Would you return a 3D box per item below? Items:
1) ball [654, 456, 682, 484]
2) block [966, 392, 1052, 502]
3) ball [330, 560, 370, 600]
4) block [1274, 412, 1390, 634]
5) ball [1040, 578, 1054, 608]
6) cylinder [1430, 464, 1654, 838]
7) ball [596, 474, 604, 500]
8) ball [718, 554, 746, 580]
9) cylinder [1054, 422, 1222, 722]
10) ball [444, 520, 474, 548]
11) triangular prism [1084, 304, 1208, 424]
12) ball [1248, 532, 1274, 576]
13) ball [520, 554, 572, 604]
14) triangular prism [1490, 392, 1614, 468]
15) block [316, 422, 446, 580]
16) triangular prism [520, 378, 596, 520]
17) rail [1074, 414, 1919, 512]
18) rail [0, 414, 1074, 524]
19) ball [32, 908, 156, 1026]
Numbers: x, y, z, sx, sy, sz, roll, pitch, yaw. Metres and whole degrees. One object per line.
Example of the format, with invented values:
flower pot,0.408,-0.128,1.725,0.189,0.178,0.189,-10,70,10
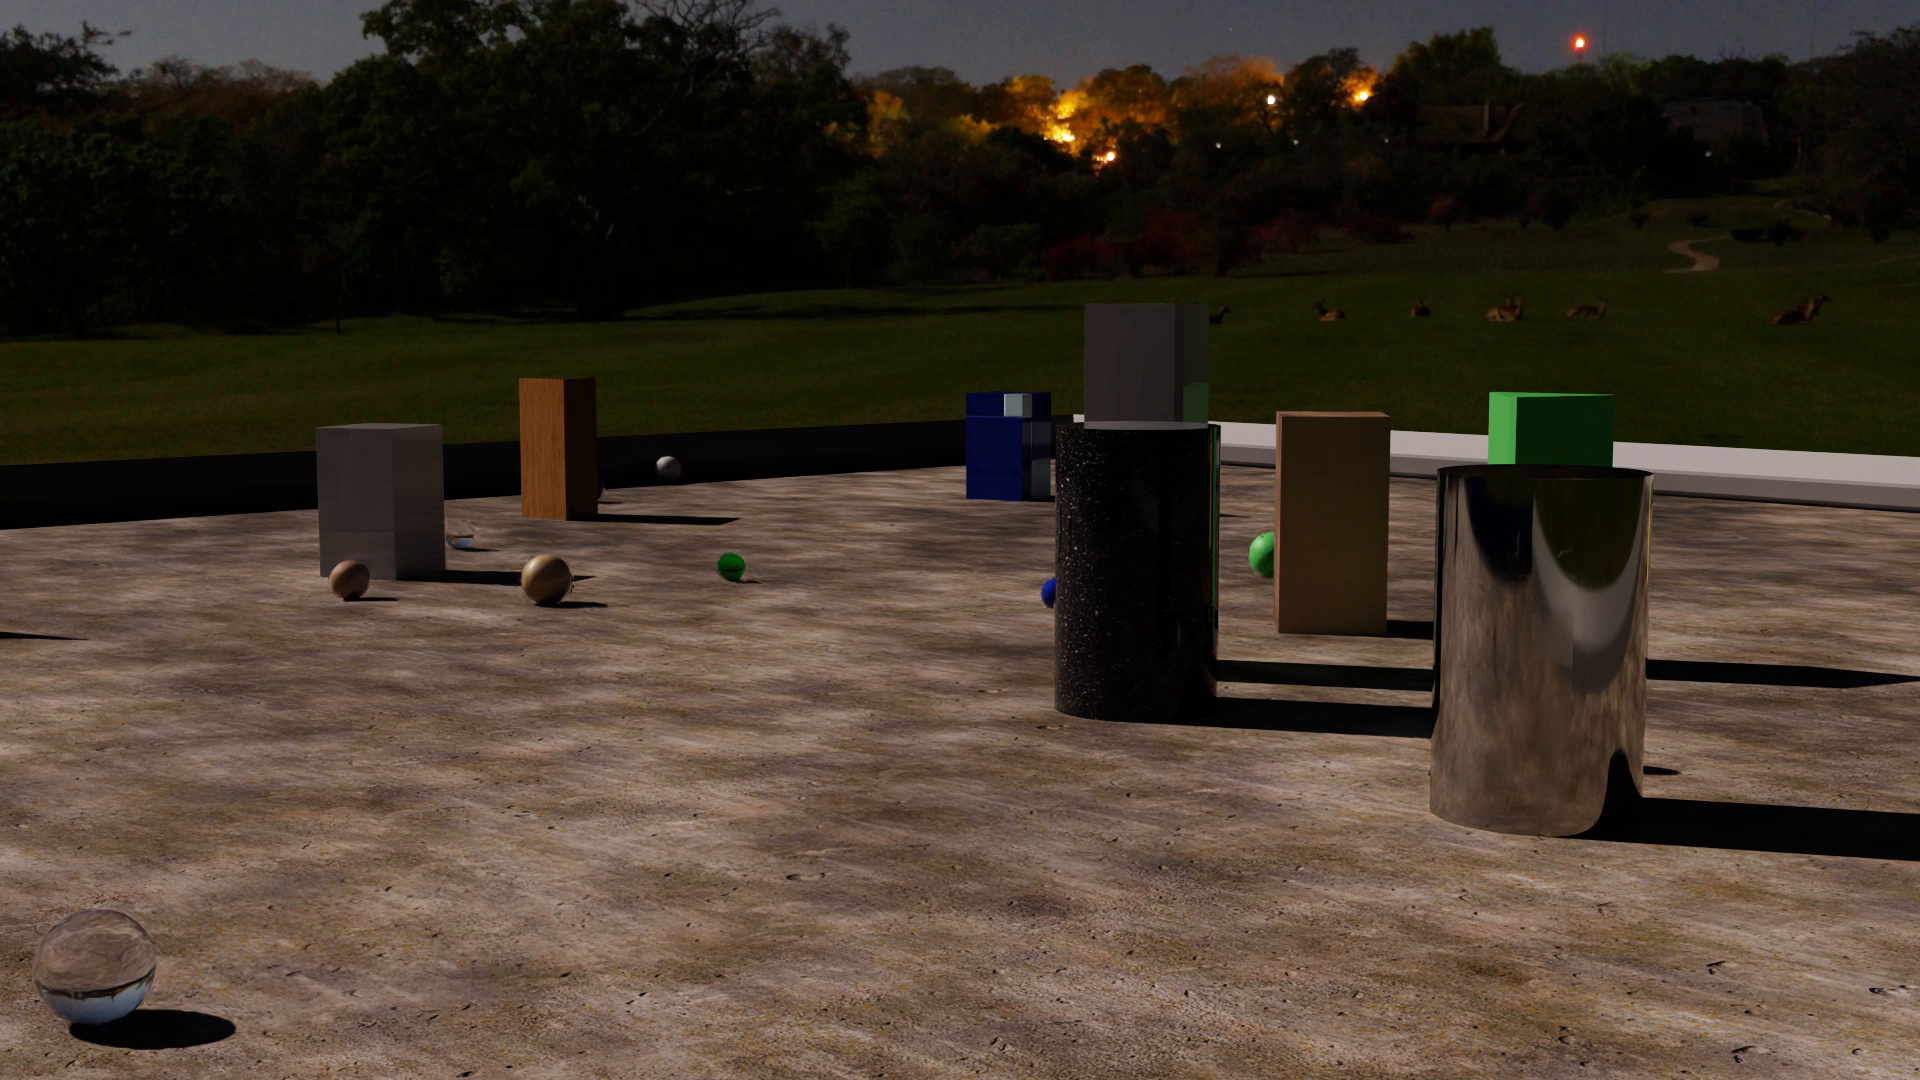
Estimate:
ball,-0.732,-0.175,5.500,0.069,0.069,0.069,0,6,0
block,0.113,-0.219,5.088,0.145,0.243,0.145,3,7,29
ball,-0.926,0.060,3.339,0.059,0.059,0.059,0,6,0
block,0.513,-0.027,3.044,0.145,0.295,0.145,1,6,5
ball,0.142,0.079,3.229,0.046,0.046,0.046,0,6,0
cylinder,0.506,0.090,1.920,0.181,0.301,0.181,0,6,0
ball,-0.841,-0.121,4.991,0.068,0.068,0.068,0,6,0
ball,-0.370,0.044,3.561,0.045,0.045,0.045,0,6,0
cylinder,0.195,0.030,2.427,0.181,0.313,0.181,0,6,0
ball,-0.918,-0.011,4.028,0.054,0.054,0.054,0,6,0
triangular prism,0.256,-0.067,2.707,0.136,0.446,0.157,-5,8,-42
ball,0.512,0.023,3.622,0.072,0.072,0.072,0,6,0
ball,-0.618,0.058,3.283,0.075,0.075,0.075,0,6,0
triangular prism,0.705,-0.015,2.748,0.157,0.335,0.136,-3,7,-25
block,-0.958,-0.066,3.645,0.145,0.246,0.145,2,6,20
triangular prism,-0.823,-0.196,4.642,0.157,0.292,0.136,5,8,42
rail,1.793,-0.145,4.977,0.045,0.118,4.339,-6,8,-42
rail,-1.455,-0.137,4.901,4.926,0.118,0.045,-6,8,-42
ball,-0.537,0.265,1.365,0.072,0.072,0.072,0,6,0
